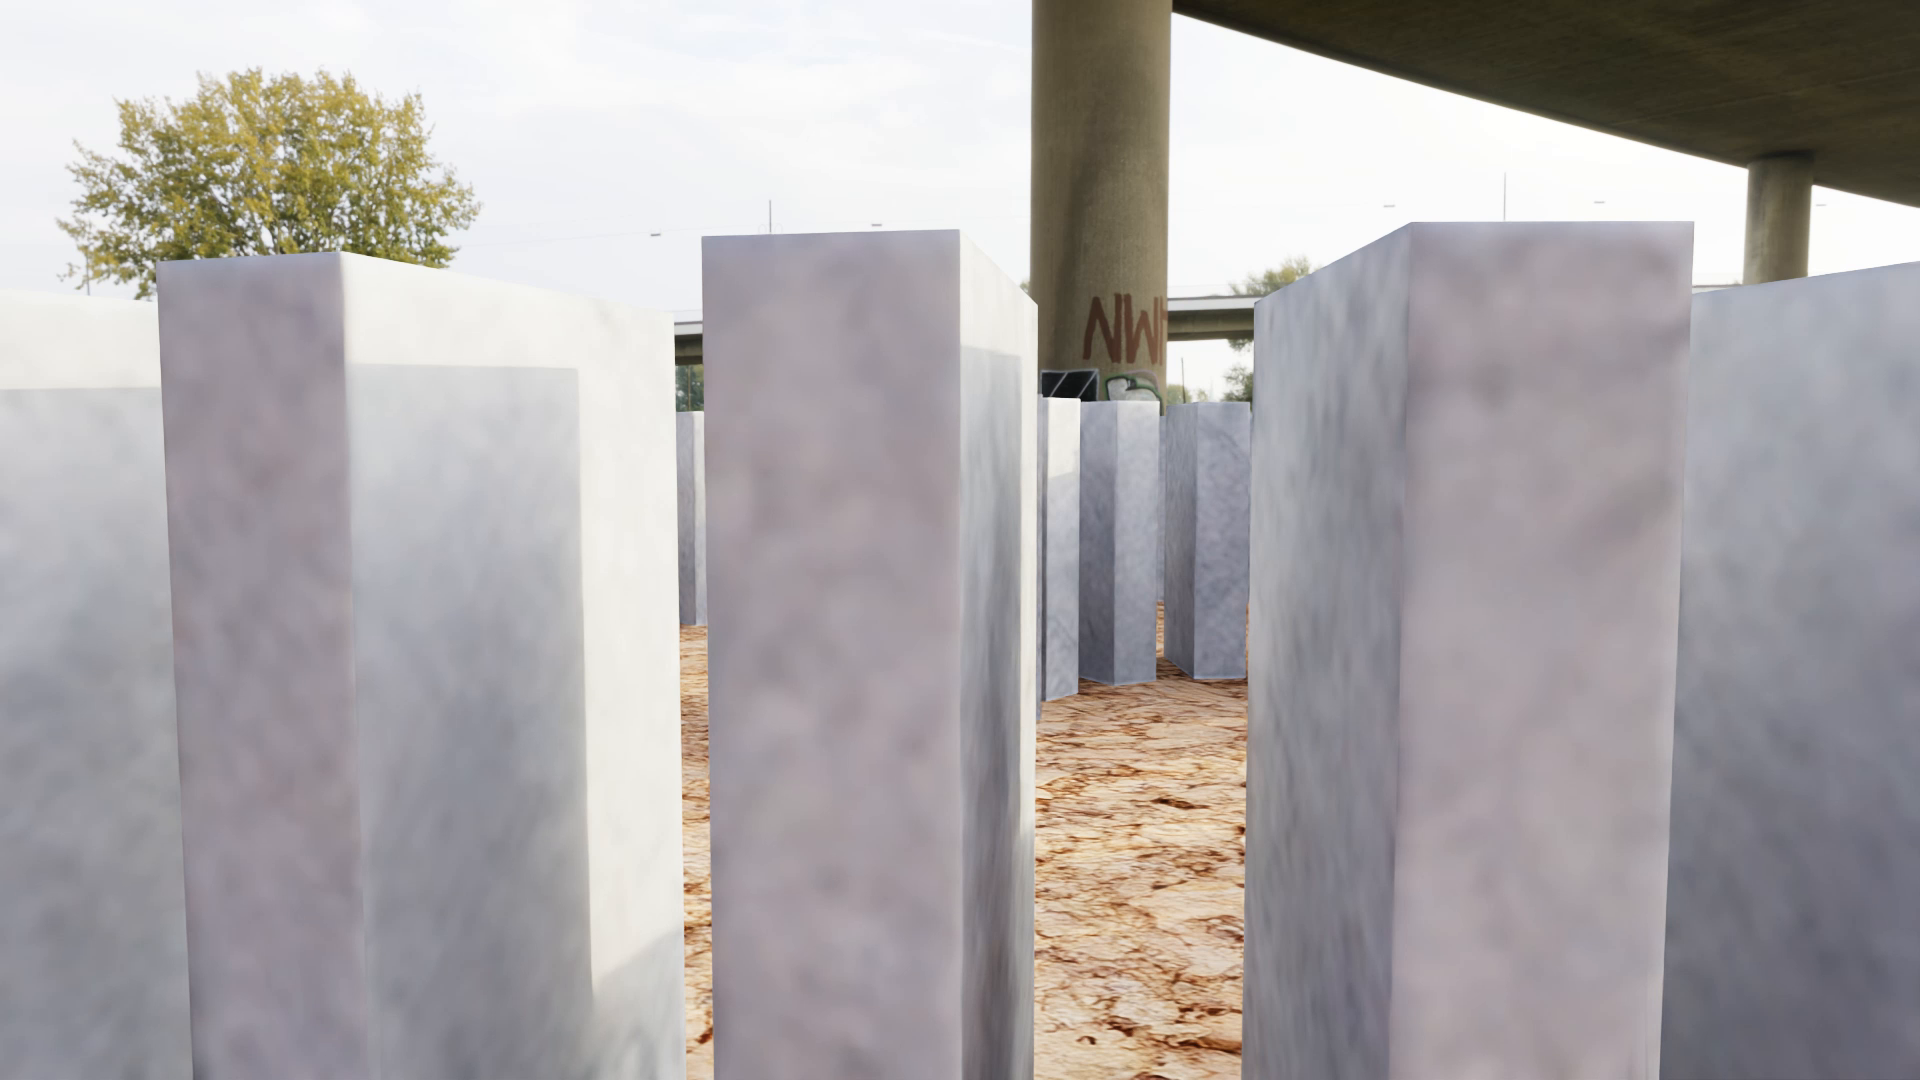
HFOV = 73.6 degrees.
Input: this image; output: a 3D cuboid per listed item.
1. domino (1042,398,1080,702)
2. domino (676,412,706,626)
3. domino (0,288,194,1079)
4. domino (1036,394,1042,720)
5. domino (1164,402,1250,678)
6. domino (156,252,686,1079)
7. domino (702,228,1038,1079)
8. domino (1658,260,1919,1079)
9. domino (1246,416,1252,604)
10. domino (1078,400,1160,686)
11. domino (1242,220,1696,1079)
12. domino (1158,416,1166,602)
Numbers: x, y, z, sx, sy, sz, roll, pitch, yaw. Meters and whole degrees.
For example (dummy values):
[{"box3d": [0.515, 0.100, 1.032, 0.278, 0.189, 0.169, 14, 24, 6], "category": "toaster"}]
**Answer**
[{"box3d": [0.008, 0.001, 0.222, 0.025, 0.050, 0.010, 4, 6, 39], "category": "domino"}, {"box3d": [-0.067, -0.006, 0.310, 0.009, 0.050, 0.025, -4, 6, -42], "category": "domino"}, {"box3d": [-0.046, 0.012, 0.074, 0.010, 0.050, 0.025, 2, 5, 28], "category": "domino"}, {"box3d": [0.000, 0.002, 0.201, 0.025, 0.050, 0.010, 0, 4, 0], "category": "domino"}, {"box3d": [0.046, -0.001, 0.243, 0.009, 0.050, 0.025, 0, 4, -4], "category": "domino"}, {"box3d": [-0.025, 0.013, 0.065, 0.010, 0.050, 0.025, 1, 5, 18], "category": "domino"}, {"box3d": [-0.003, 0.013, 0.060, 0.009, 0.050, 0.025, 1, 4, 10], "category": "domino"}, {"box3d": [0.043, 0.013, 0.060, 0.009, 0.050, 0.025, -1, 4, -13], "category": "domino"}, {"box3d": [0.080, -0.009, 0.352, 0.009, 0.050, 0.025, 1, 4, 15], "category": "domino"}, {"box3d": [0.025, 0.000, 0.237, 0.009, 0.050, 0.025, -3, 5, -31], "category": "domino"}, {"box3d": [0.020, 0.013, 0.058, 0.009, 0.050, 0.025, 0, 4, 1], "category": "domino"}, {"box3d": [0.058, -0.009, 0.357, 0.009, 0.050, 0.025, 1, 4, 9], "category": "domino"}]
